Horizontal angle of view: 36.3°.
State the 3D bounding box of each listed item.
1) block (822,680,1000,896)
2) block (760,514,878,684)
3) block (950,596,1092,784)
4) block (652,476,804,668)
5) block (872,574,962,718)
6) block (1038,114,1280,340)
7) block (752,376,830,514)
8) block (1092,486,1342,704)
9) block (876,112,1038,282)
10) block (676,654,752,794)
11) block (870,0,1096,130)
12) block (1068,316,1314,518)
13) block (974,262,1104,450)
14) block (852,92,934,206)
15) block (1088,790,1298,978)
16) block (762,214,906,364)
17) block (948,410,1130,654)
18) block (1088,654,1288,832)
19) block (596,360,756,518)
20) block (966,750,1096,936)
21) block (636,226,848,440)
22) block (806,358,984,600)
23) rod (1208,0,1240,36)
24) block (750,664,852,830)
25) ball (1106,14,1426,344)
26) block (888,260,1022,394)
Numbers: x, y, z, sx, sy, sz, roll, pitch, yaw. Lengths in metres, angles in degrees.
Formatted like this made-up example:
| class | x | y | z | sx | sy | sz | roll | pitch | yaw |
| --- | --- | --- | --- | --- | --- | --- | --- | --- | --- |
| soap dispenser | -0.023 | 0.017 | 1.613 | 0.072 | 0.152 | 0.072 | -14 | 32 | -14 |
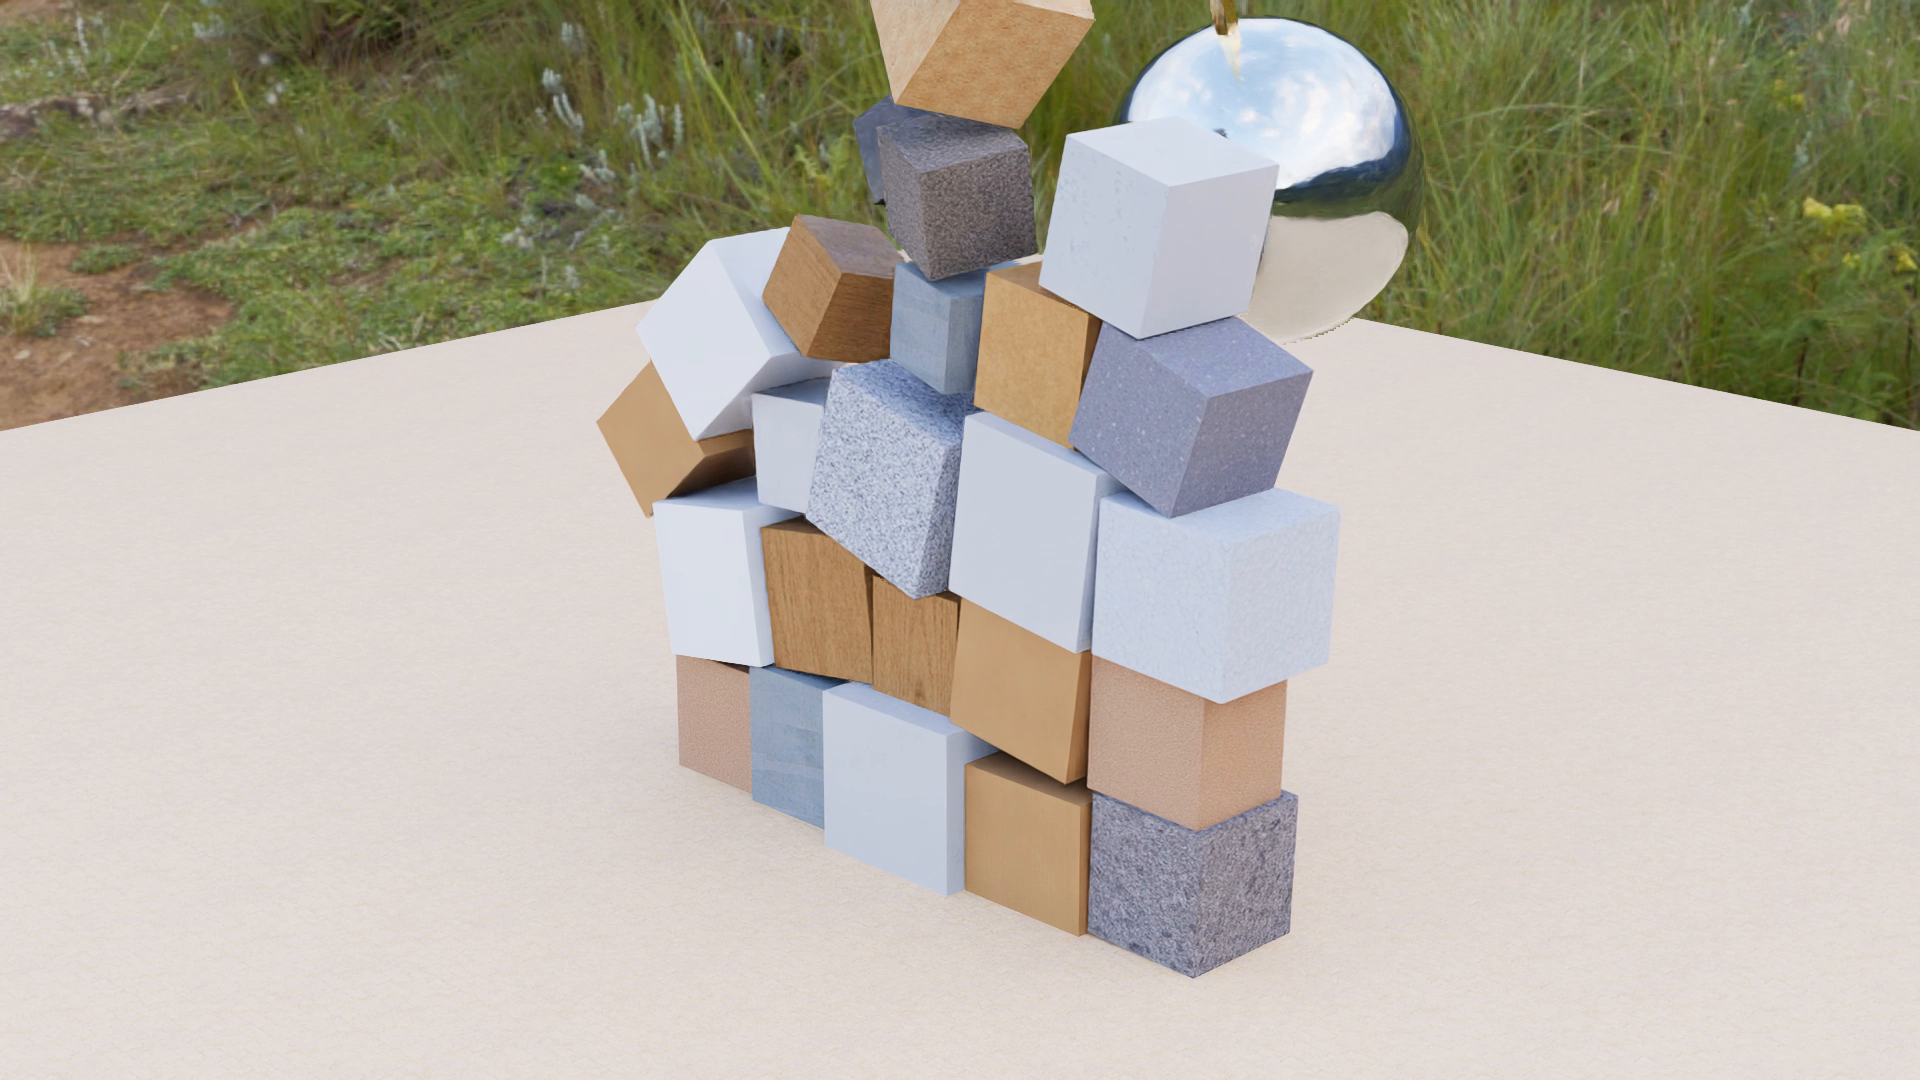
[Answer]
| class | x | y | z | sx | sy | sz | roll | pitch | yaw |
| --- | --- | --- | --- | --- | --- | --- | --- | --- | --- |
| block | -0.014 | 1.054 | 13.697 | 0.941 | 0.776 | 0.813 | -17 | 24 | -42 |
| block | -0.456 | 0.239 | 13.942 | 0.696 | 0.687 | 0.609 | 7 | 17 | 44 |
| block | 0.467 | 0.570 | 13.005 | 0.661 | 0.639 | 0.720 | -17 | 32 | -42 |
| block | -0.959 | 0.131 | 14.417 | 0.757 | 0.764 | 0.676 | -17 | 15 | -42 |
| block | 0.001 | 0.425 | 13.474 | 0.577 | 0.557 | 0.551 | -16 | 24 | -42 |
| block | 0.820 | -1.302 | 12.103 | 0.679 | 0.664 | 0.582 | -17 | 38 | -42 |
| block | -0.633 | -0.444 | 13.875 | 0.449 | 0.537 | 0.518 | -16 | 20 | -41 |
| block | 1.068 | 0.173 | 12.257 | 0.699 | 0.693 | 0.716 | -17 | 27 | -42 |
| block | -0.012 | -1.517 | 12.722 | 0.499 | 0.513 | 0.530 | -16 | 34 | -15 |
| block | -0.986 | 0.831 | 14.657 | 0.604 | 0.624 | 0.600 | -17 | 24 | -42 |
| block | 0.079 | -2.264 | 12.378 | 0.604 | 0.682 | 0.679 | 7 | 52 | -28 |
| block | 0.952 | -0.554 | 12.153 | 0.645 | 0.581 | 0.623 | -16 | 43 | -41 |
| block | 0.484 | -0.811 | 12.560 | 0.521 | 0.606 | 0.610 | -16 | 31 | -41 |
| block | -0.190 | -1.765 | 13.278 | 0.386 | 0.421 | 0.342 | 2 | -23 | -45 |
| block | 1.010 | 1.408 | 12.742 | 0.612 | 0.656 | 0.647 | 19 | 25 | 42 |
| block | -0.545 | -1.151 | 13.534 | 0.451 | 0.456 | 0.516 | 5 | 33 | -35 |
| block | 0.536 | -0.109 | 12.748 | 0.788 | 0.817 | 0.778 | -17 | 32 | -42 |
| block | 0.973 | 0.781 | 12.557 | 0.548 | 0.647 | 0.629 | -17 | 26 | -42 |
| block | -1.316 | -0.556 | 14.559 | 0.579 | 0.564 | 0.624 | -17 | -18 | -42 |
| block | 0.519 | 1.294 | 13.201 | 0.701 | 0.615 | 0.700 | -17 | 24 | -42 |
| block | -0.995 | -1.002 | 14.104 | 0.644 | 0.648 | 0.775 | -16 | -18 | -42 |
| block | -0.099 | -0.325 | 13.339 | 0.781 | 0.767 | 0.787 | -14 | 38 | -40 |
| rod | 0.636 | -4.551 | 12.578 | 0.080 | 5.200 | 0.080 | 17 | 44 | 42 |
| block | -0.548 | 0.930 | 14.204 | 0.662 | 0.707 | 0.651 | -17 | 24 | -42 |
| ball | 1.467 | -1.756 | 14.327 | 1.600 | 1.600 | 1.600 | 0 | 17 | 0 |
| block | 0.053 | -0.965 | 12.985 | 0.536 | 0.443 | 0.492 | -9 | 27 | -29 |
